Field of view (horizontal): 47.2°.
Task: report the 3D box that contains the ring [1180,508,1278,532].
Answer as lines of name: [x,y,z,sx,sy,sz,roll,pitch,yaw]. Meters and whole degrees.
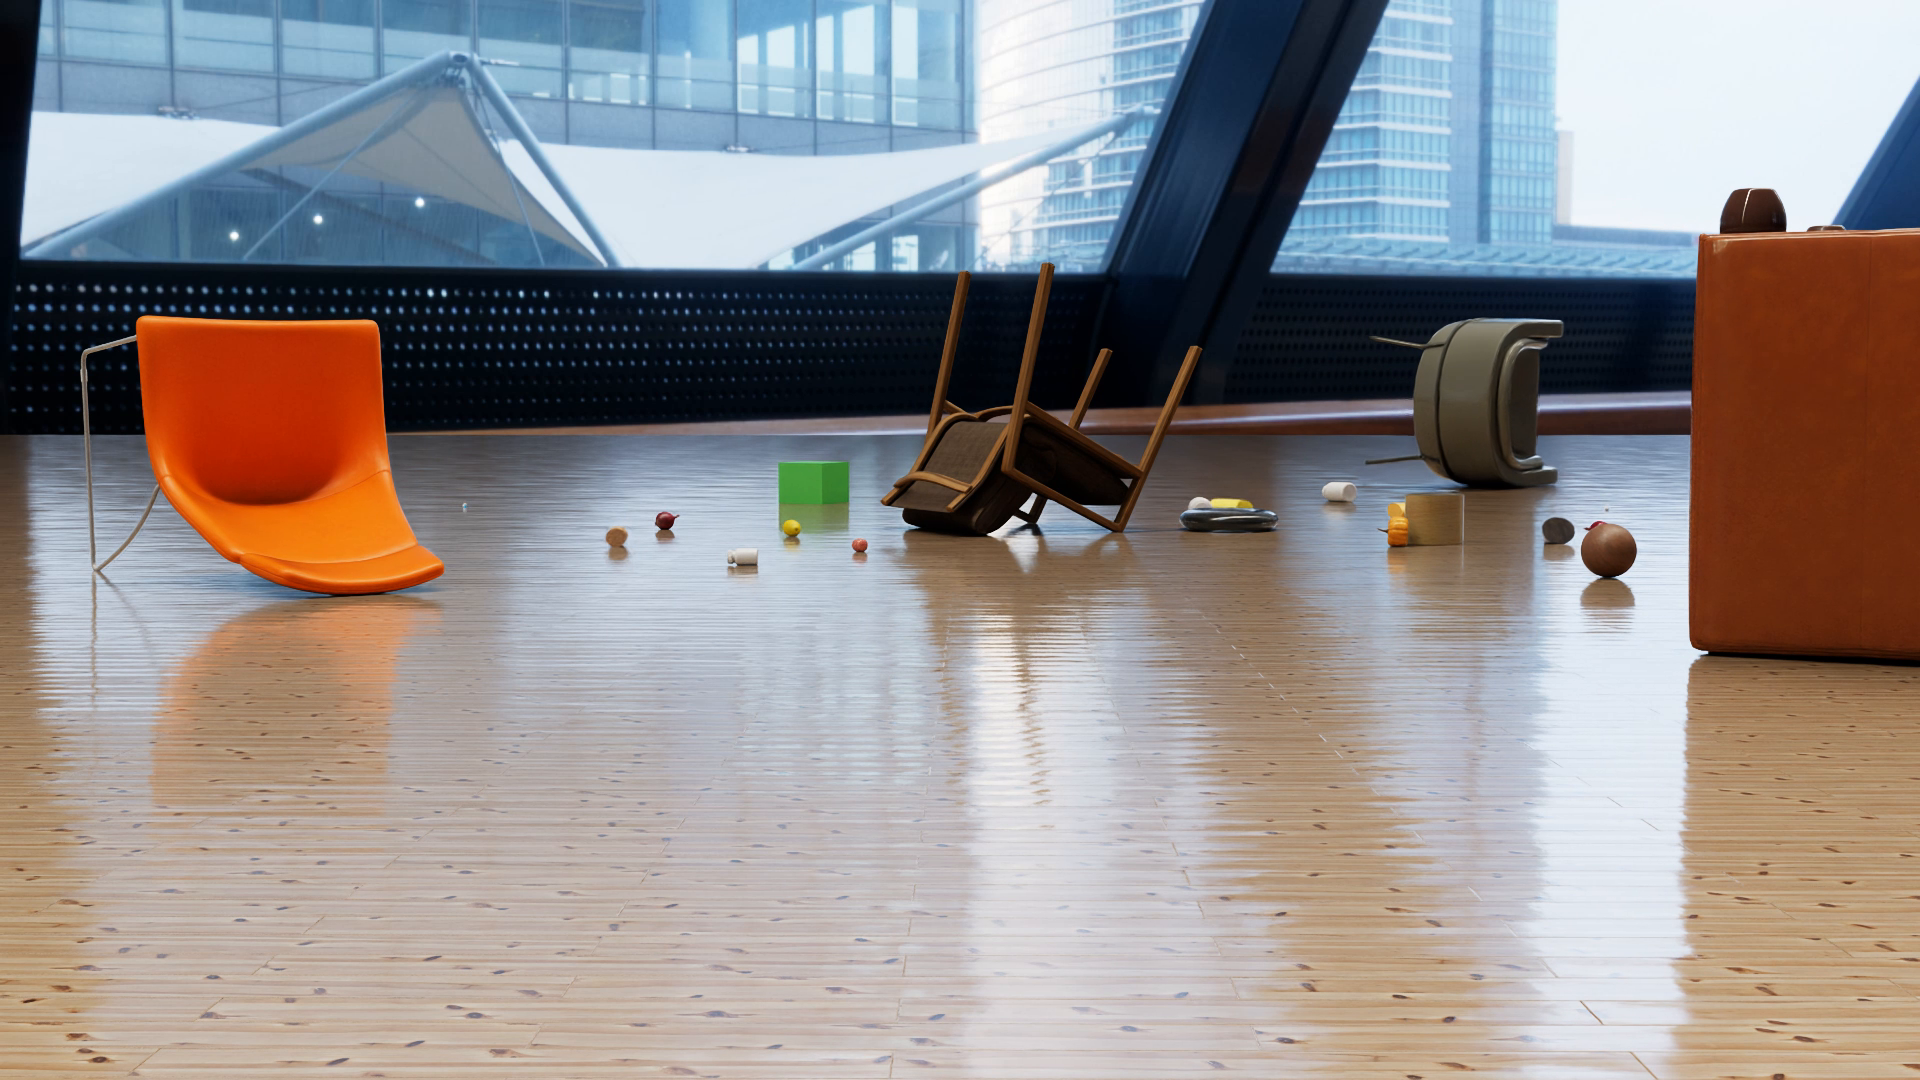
ring: [0.860,-0.065,7.030,0.314,0.066,0.389,1,4,14]

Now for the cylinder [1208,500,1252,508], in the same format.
cylinder: [0.955,-0.113,7.759,0.116,0.058,0.111,3,0,40]

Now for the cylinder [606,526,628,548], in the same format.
cylinder: [-0.981,-0.009,6.286,0.058,0.054,0.084,-11,5,-4]

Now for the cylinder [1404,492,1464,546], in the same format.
cylinder: [1.377,-0.061,6.385,0.205,0.144,0.143,-3,5,-41]

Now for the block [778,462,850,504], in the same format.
block: [-0.578,-0.228,8.700,0.204,0.160,0.197,2,5,29]
